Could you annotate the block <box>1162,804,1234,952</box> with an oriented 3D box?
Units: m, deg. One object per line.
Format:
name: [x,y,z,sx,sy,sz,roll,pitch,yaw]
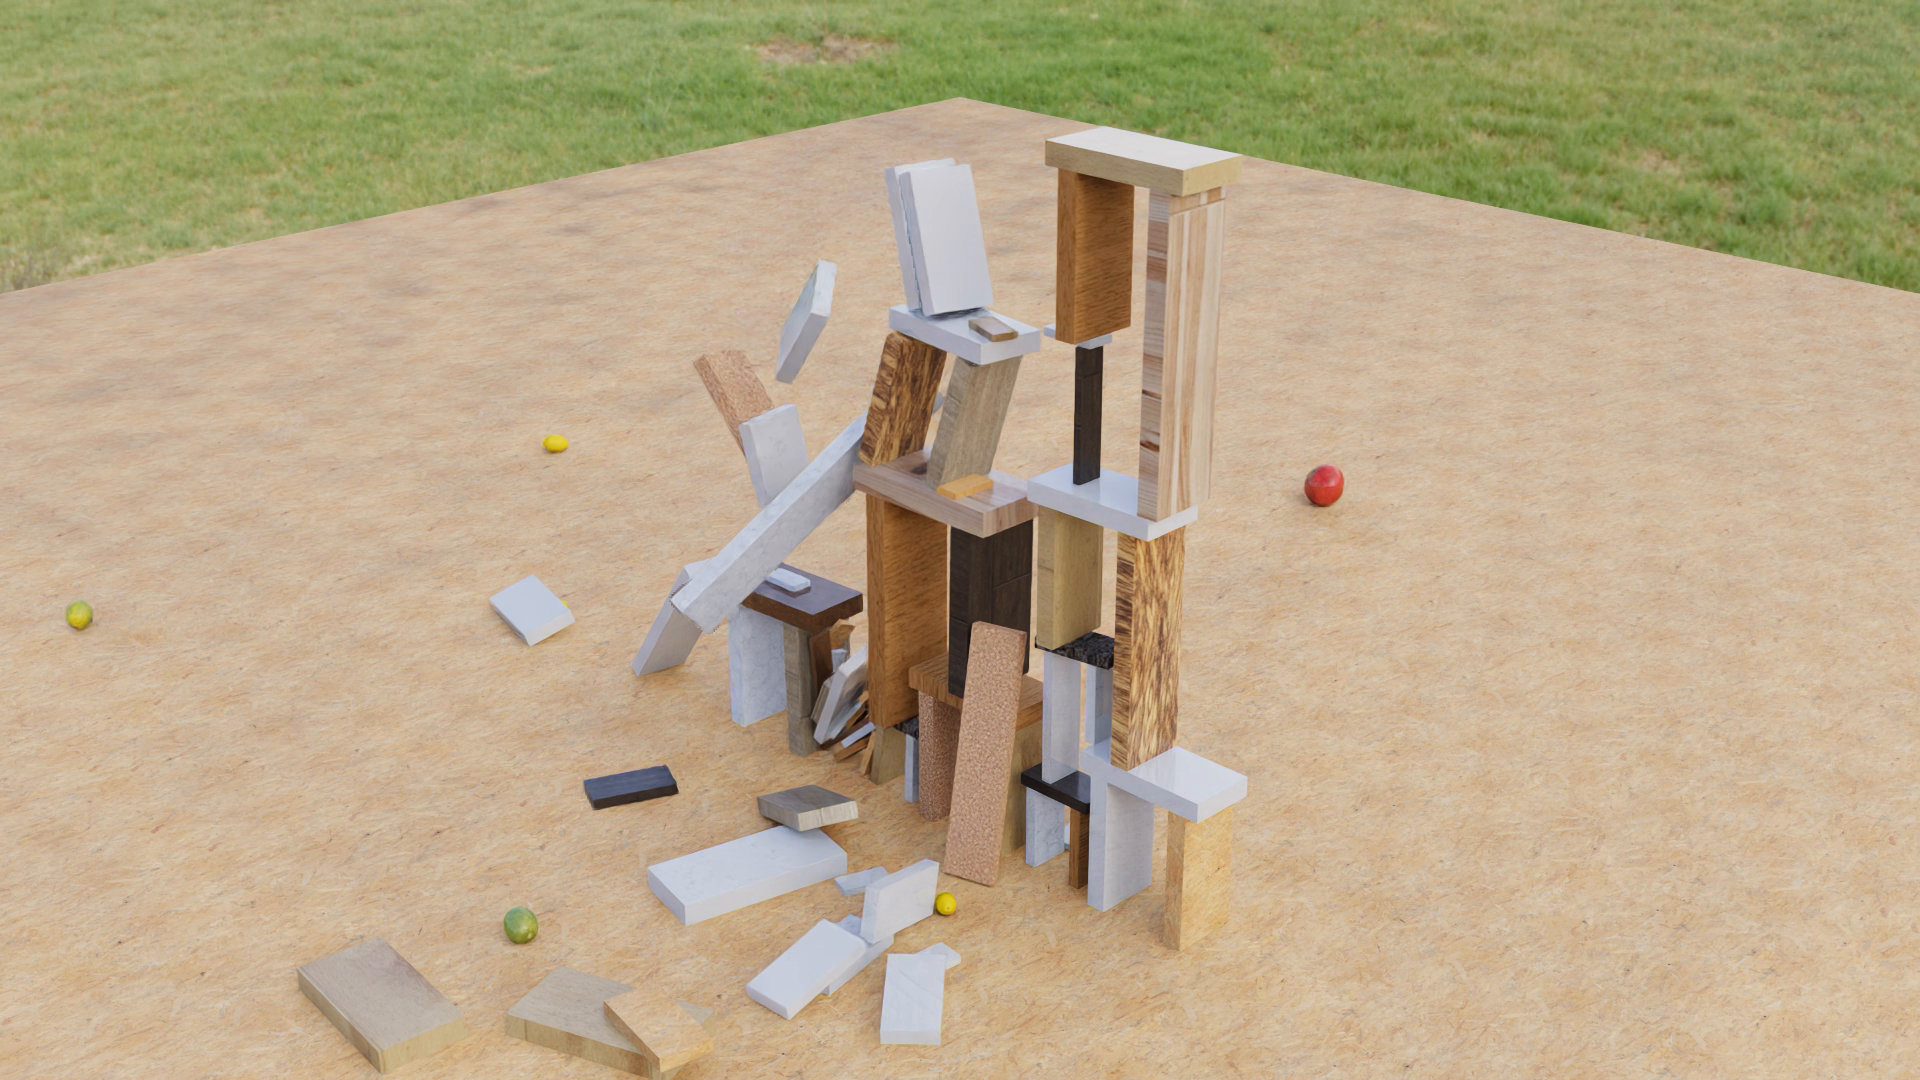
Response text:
block: [0.434,0.596,4.000,0.039,0.278,0.139,21,31,41]

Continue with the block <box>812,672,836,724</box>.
block: [-0.257,0.317,4.568,0.088,0.175,0.025,-38,75,-28]

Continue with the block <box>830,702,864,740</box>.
block: [-0.236,0.381,4.634,0.013,0.092,0.046,45,23,13]

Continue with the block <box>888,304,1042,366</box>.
block: [0.007,-0.391,4.068,0.139,0.040,0.279,-17,28,-34]

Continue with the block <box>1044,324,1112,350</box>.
block: [0.206,-0.360,3.852,0.057,0.016,0.113,-20,30,-39]

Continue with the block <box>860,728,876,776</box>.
block: [-0.169,0.434,4.586,0.061,0.121,0.017,-21,53,-41]

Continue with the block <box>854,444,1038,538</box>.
block: [-0.020,-0.099,4.205,0.350,0.050,0.175,21,31,40]

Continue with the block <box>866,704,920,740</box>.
block: [-0.111,0.359,4.488,0.155,0.022,0.077,22,31,40]

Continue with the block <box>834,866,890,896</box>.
block: [-0.184,0.653,4.204,0.100,0.014,0.050,-11,25,-24]

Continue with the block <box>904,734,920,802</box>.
block: [-0.076,0.453,4.493,0.077,0.155,0.022,-21,33,-41]

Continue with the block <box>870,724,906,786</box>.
block: [-0.143,0.427,4.554,0.077,0.155,0.022,-21,39,-41]

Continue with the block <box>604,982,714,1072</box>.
block: [-0.507,0.815,3.688,0.099,0.028,0.198,-16,28,-32]

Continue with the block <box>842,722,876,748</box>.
block: [-0.191,0.397,4.594,0.061,0.017,0.122,-21,-10,-43]

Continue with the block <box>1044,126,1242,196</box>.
block: [0.302,-0.629,3.641,0.150,0.043,0.301,-21,31,-40]

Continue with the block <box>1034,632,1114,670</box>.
block: [0.226,0.194,4.051,0.160,0.023,0.080,16,28,33]

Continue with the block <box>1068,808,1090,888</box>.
block: [0.246,0.573,4.193,0.085,0.169,0.024,-21,31,-41]

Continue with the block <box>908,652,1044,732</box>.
block: [0.049,0.291,4.301,0.283,0.040,0.141,21,31,41]

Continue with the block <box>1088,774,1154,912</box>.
block: [0.303,0.545,4.121,0.039,0.278,0.139,21,31,41]

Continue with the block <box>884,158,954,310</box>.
block: [-0.055,-0.572,4.107,0.132,0.264,0.037,-15,10,-32]

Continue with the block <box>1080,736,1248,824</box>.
block: [0.369,0.424,3.999,0.139,0.039,0.278,-21,31,-41]

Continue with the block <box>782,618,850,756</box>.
block: [-0.301,0.297,4.680,0.042,0.297,0.148,19,30,41]

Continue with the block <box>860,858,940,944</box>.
block: [-0.109,0.659,4.021,0.029,0.102,0.204,14,13,29]

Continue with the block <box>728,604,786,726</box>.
block: [-0.433,0.245,4.803,0.042,0.297,0.148,21,31,41]

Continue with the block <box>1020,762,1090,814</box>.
block: [0.206,0.469,4.192,0.169,0.024,0.085,21,31,41]

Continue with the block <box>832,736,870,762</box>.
block: [-0.210,0.433,4.627,0.061,0.017,0.122,-21,-7,-41]

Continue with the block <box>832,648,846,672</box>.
block: [-0.272,0.275,4.643,0.046,0.092,0.013,-5,29,-37]

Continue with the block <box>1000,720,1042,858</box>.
block: [0.116,0.465,4.303,0.040,0.283,0.141,21,31,41]

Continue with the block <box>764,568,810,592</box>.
block: [-0.367,0.085,4.675,0.095,0.013,0.047,21,31,41]

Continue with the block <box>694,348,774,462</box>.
block: [-0.446,-0.275,4.603,0.037,0.259,0.130,-34,-8,33]

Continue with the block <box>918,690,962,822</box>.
block: [-0.017,0.413,4.425,0.040,0.283,0.141,21,31,41]

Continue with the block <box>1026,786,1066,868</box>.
block: [0.166,0.542,4.266,0.085,0.169,0.024,-21,31,-41]

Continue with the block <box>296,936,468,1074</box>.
block: [-1.005,0.802,3.813,0.159,0.045,0.319,-18,29,-36]

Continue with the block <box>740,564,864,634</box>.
block: [-0.364,0.115,4.675,0.297,0.042,0.148,19,29,38]

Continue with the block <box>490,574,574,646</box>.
block: [-1.028,0.167,5.276,0.122,0.035,0.244,-30,33,-19]

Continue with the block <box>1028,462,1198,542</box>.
block: [0.268,-0.072,3.891,0.276,0.039,0.138,20,30,39]
